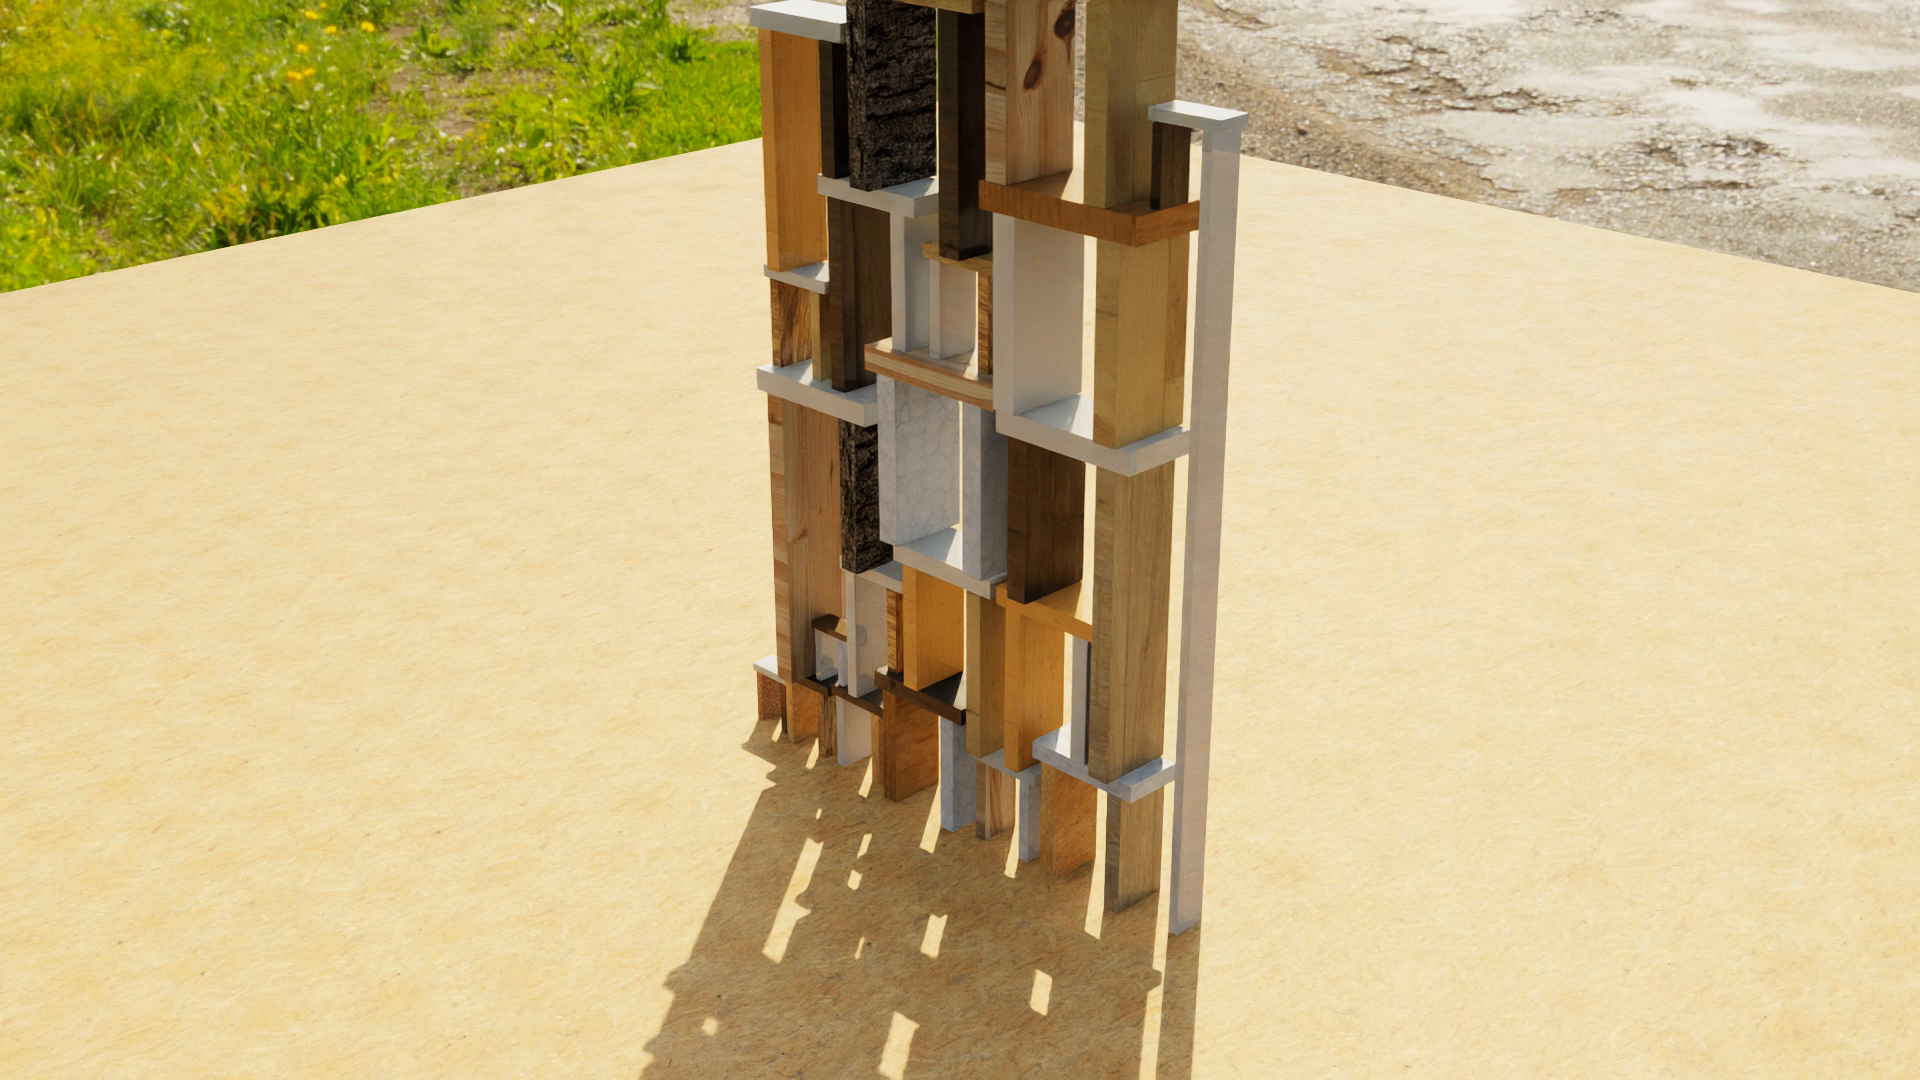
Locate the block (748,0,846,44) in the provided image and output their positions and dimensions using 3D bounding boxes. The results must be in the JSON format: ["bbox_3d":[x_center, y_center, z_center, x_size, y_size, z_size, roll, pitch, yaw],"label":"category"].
[{"bbox_3d":[-0.261,-0.966,4.091,0.254,0.036,0.127,21,31,41],"label":"block"}]

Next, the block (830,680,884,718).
[{"bbox_3d":[-0.184,0.321,4.565,0.160,0.023,0.080,21,31,41],"label":"block"}]

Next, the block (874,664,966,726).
[{"bbox_3d":[-0.041,0.295,4.390,0.247,0.035,0.123,21,31,41],"label":"block"}]

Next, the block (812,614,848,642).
[{"bbox_3d":[-0.254,0.182,4.574,0.105,0.015,0.053,21,31,40],"label":"block"}]

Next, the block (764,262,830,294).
[{"bbox_3d":[-0.293,-0.521,4.318,0.180,0.025,0.090,21,31,40],"label":"block"}]

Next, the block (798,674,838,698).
[{"bbox_3d":[-0.303,0.288,4.669,0.150,0.021,0.075,21,31,41],"label":"block"}]

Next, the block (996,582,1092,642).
[{"bbox_3d":[0.202,0.120,4.062,0.127,0.036,0.254,-21,31,-41],"label":"block"}]

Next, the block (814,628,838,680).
[{"bbox_3d":[-0.279,0.233,4.623,0.015,0.117,0.053,21,31,41],"label":"block"}]

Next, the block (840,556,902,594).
[{"bbox_3d":[-0.147,0.057,4.410,0.181,0.026,0.090,21,31,41],"label":"block"}]

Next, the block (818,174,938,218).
[{"bbox_3d":[-0.130,-0.652,4.093,0.261,0.037,0.131,21,31,40],"label":"block"}]

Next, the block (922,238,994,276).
[{"bbox_3d":[0.031,-0.516,3.974,0.094,0.027,0.187,-21,31,-40],"label":"block"}]

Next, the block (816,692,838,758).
[{"bbox_3d":[-0.267,0.381,4.670,0.021,0.150,0.075,21,31,41],"label":"block"}]

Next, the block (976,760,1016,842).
[{"bbox_3d":[0.072,0.501,4.358,0.025,0.174,0.087,21,31,41],"label":"block"}]

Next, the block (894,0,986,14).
[{"bbox_3d":[-0.041,-0.979,3.854,0.176,0.050,0.351,-21,31,-40],"label":"block"}]

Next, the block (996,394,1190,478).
[{"bbox_3d":[0.232,-0.193,3.883,0.159,0.045,0.318,-21,31,-40],"label":"block"}]

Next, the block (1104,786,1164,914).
[{"bbox_3d":[0.326,0.564,4.115,0.035,0.247,0.123,21,31,41],"label":"block"}]

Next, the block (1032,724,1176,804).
[{"bbox_3d":[0.268,0.412,4.114,0.123,0.035,0.247,-21,31,-40],"label":"block"}]

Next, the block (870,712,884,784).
[{"bbox_3d":[-0.147,0.420,4.566,0.023,0.160,0.080,21,31,41],"label":"block"}]

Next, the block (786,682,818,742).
[{"bbox_3d":[-0.338,0.354,4.735,0.075,0.150,0.021,-21,31,-41],"label":"block"}]

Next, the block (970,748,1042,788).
[{"bbox_3d":[0.113,0.426,4.282,0.087,0.025,0.174,-21,31,-41],"label":"block"}]

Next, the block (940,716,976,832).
[{"bbox_3d":[0.017,0.447,4.391,0.035,0.247,0.123,21,31,41],"label":"block"}]

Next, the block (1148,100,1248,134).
[{"bbox_3d":[0.381,-0.678,3.520,0.145,0.021,0.072,20,30,38],"label":"block"}]

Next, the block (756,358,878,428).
[{"bbox_3d":[-0.238,-0.302,4.352,0.318,0.045,0.159,21,31,40],"label":"block"}]

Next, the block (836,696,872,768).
[{"bbox_3d":[-0.222,0.390,4.636,0.023,0.160,0.080,21,31,41],"label":"block"}]

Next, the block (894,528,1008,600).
[{"bbox_3d":[0.010,0.039,4.224,0.132,0.037,0.264,-21,31,-40],"label":"block"}]

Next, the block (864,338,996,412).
[{"bbox_3d":[0.001,-0.321,4.091,0.171,0.048,0.341,-21,31,-40],"label":"block"}]

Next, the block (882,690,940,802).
[{"bbox_3d":[-0.099,0.402,4.498,0.035,0.247,0.123,21,31,41],"label":"block"}]

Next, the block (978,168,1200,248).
[{"bbox_3d":[0.223,-0.572,3.733,0.180,0.051,0.359,-21,31,-40],"label":"block"}]

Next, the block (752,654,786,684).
[{"bbox_3d":[-0.389,0.283,4.774,0.117,0.017,0.058,21,31,41],"label":"block"}]

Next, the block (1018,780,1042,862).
[{"bbox_3d":[0.153,0.533,4.282,0.087,0.174,0.025,-21,31,-41],"label":"block"}]

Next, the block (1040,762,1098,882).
[{"bbox_3d":[0.210,0.519,4.222,0.035,0.247,0.123,21,31,41],"label":"block"}]
